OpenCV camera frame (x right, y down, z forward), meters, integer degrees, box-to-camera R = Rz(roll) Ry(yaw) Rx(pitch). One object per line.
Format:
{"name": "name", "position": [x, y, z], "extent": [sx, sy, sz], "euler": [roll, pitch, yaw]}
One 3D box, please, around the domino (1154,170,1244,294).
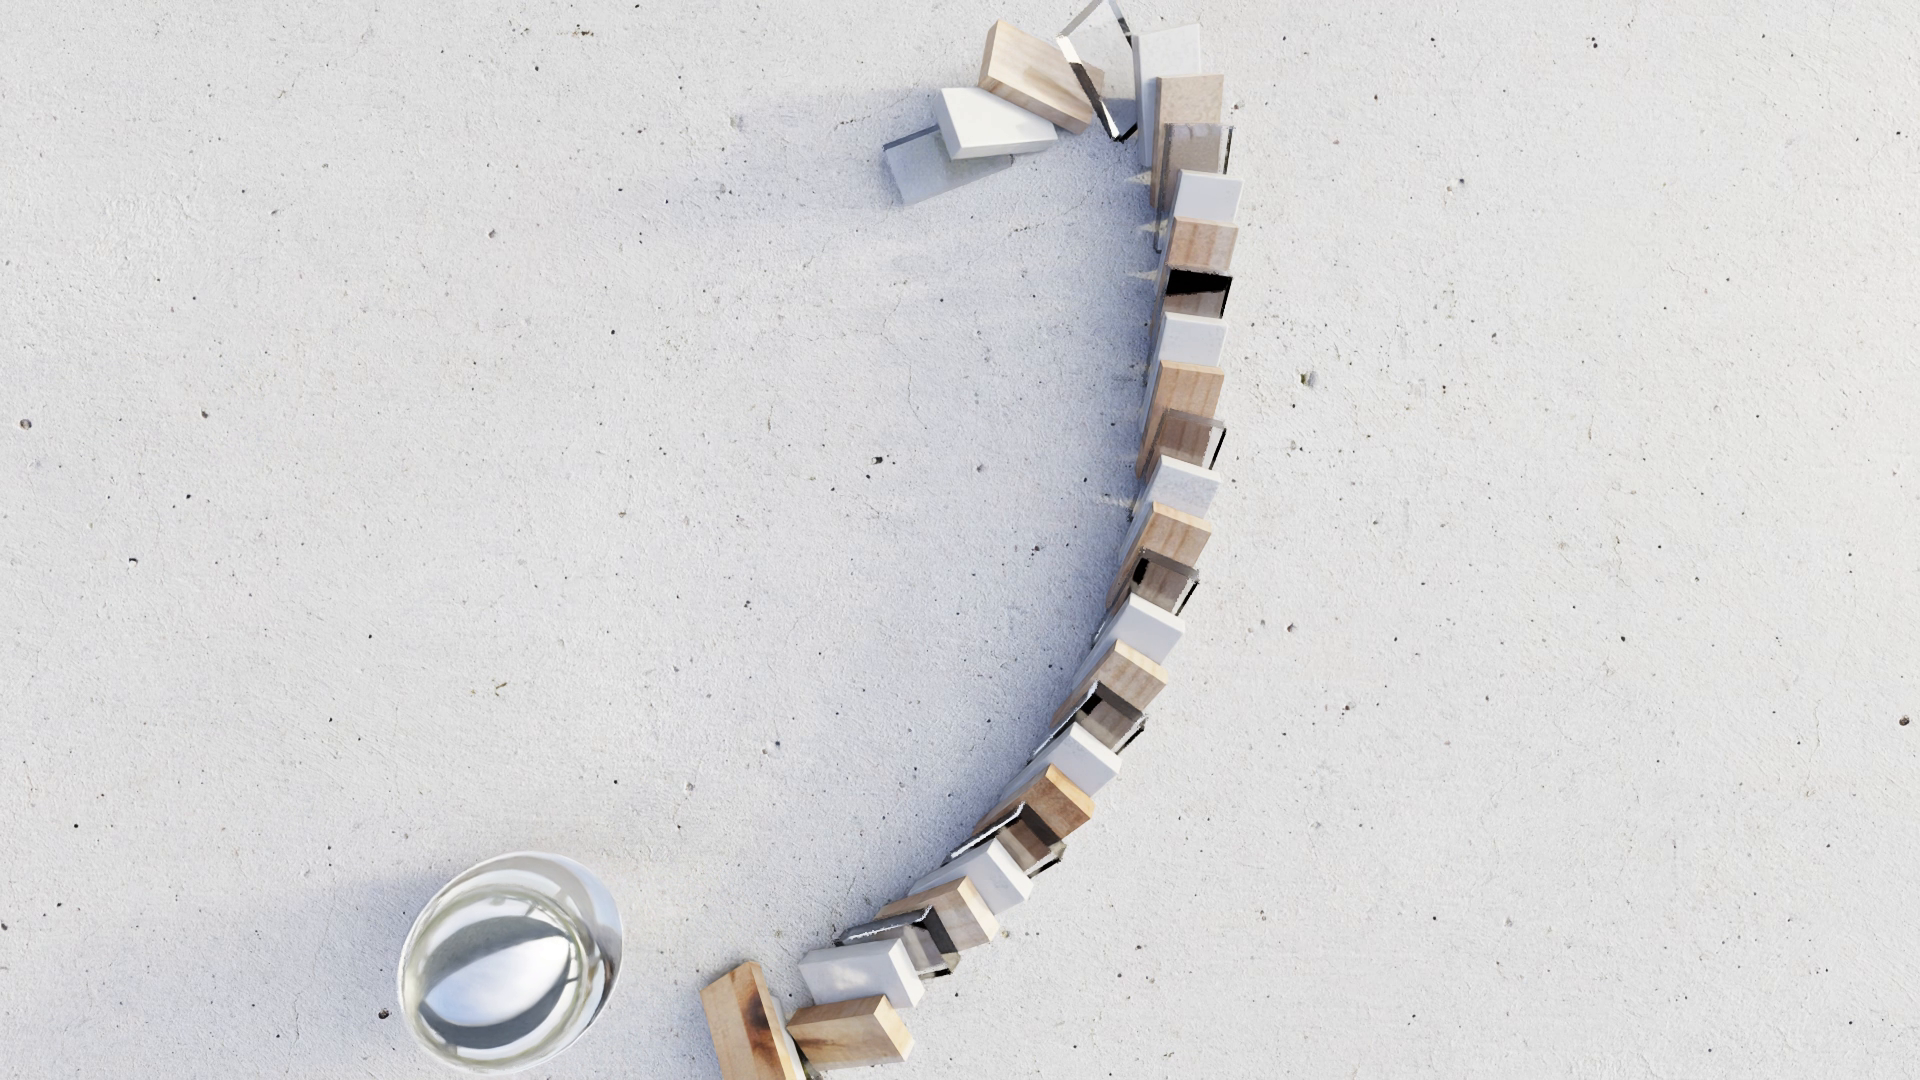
{"name": "domino", "position": [0.099, -0.126, 0.383], "extent": [0.025, 0.009, 0.050], "euler": [7, 121, 0]}

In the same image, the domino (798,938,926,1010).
{"name": "domino", "position": [-0.042, 0.183, 0.383], "extent": [0.050, 0.010, 0.025], "euler": [-22, 95, 29]}

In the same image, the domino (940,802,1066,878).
{"name": "domino", "position": [0.018, 0.132, 0.383], "extent": [0.025, 0.010, 0.050], "euler": [47, 120, 0]}

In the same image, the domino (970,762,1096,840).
{"name": "domino", "position": [0.030, 0.117, 0.383], "extent": [0.025, 0.009, 0.050], "euler": [43, 120, 0]}

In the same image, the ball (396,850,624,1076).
{"name": "ball", "position": [-0.174, 0.164, 0.360], "extent": [0.080, 0.080, 0.080], "euler": [0, 90, 0]}

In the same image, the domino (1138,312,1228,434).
{"name": "domino", "position": [0.093, -0.068, 0.384], "extent": [0.025, 0.010, 0.050], "euler": [8, 119, 0]}

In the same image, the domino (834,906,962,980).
{"name": "domino", "position": [-0.027, 0.172, 0.383], "extent": [0.050, 0.009, 0.025], "euler": [-27, 93, 29]}

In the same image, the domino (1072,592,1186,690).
{"name": "domino", "position": [0.070, 0.048, 0.383], "extent": [0.025, 0.010, 0.050], "euler": [28, 120, 0]}

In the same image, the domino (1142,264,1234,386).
{"name": "domino", "position": [0.094, -0.088, 0.383], "extent": [0.025, 0.009, 0.050], "euler": [7, 120, 0]}

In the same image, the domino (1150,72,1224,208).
{"name": "domino", "position": [0.094, -0.166, 0.383], "extent": [0.025, 0.009, 0.050], "euler": [-4, 121, -1]}

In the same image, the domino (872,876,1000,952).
{"name": "domino", "position": [-0.011, 0.160, 0.383], "extent": [0.050, 0.010, 0.025], "euler": [-32, 91, 30]}

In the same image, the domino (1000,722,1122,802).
{"name": "domino", "position": [0.042, 0.101, 0.383], "extent": [0.025, 0.010, 0.050], "euler": [39, 120, 0]}

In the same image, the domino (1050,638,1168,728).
{"name": "domino", "position": [0.062, 0.067, 0.383], "extent": [0.025, 0.010, 0.050], "euler": [33, 120, 0]}

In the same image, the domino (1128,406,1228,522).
{"name": "domino", "position": [0.090, -0.028, 0.383], "extent": [0.025, 0.009, 0.050], "euler": [14, 120, 0]}

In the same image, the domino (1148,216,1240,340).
{"name": "domino", "position": [0.097, -0.107, 0.383], "extent": [0.025, 0.009, 0.050], "euler": [7, 121, 0]}

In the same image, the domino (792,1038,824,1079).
{"name": "domino", "position": [-0.071, 0.240, 0.395], "extent": [0.025, 0.010, 0.050], "euler": [-31, 90, 0]}

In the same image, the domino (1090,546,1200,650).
{"name": "domino", "position": [0.077, 0.030, 0.383], "extent": [0.025, 0.009, 0.050], "euler": [24, 120, 0]}

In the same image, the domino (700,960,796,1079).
{"name": "domino", "position": [-0.089, 0.207, 0.382], "extent": [0.025, 0.009, 0.050], "euler": [-31, 56, 0]}

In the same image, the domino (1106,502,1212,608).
{"name": "domino", "position": [0.082, 0.011, 0.383], "extent": [0.025, 0.010, 0.050], "euler": [21, 120, 0]}

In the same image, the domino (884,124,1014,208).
{"name": "domino", "position": [-0.005, -0.166, 0.395], "extent": [0.050, 0.009, 0.025], "euler": [-21, 90, 0]}

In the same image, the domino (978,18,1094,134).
{"name": "domino", "position": [0.033, -0.193, 0.384], "extent": [0.050, 0.010, 0.025], "euler": [14, 82, -25]}

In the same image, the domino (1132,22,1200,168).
{"name": "domino", "position": [0.087, -0.185, 0.383], "extent": [0.025, 0.009, 0.050], "euler": [-13, 122, -1]}

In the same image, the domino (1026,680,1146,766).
{"name": "domino", "position": [0.052, 0.084, 0.383], "extent": [0.025, 0.009, 0.050], "euler": [36, 120, 0]}

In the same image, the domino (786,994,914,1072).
{"name": "domino", "position": [-0.046, 0.206, 0.382], "extent": [0.050, 0.010, 0.025], "euler": [-25, 101, 29]}

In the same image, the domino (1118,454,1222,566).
{"name": "domino", "position": [0.087, -0.008, 0.383], "extent": [0.025, 0.010, 0.050], "euler": [18, 120, 0]}

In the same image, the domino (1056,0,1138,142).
{"name": "domino", "position": [0.063, -0.195, 0.381], "extent": [0.025, 0.009, 0.050], "euler": [-45, 127, -1]}

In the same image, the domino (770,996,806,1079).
{"name": "domino", "position": [-0.080, 0.221, 0.382], "extent": [0.025, 0.010, 0.050], "euler": [-32, 56, 0]}

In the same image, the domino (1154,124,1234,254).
{"name": "domino", "position": [0.097, -0.146, 0.383], "extent": [0.025, 0.010, 0.050], "euler": [0, 121, 0]}

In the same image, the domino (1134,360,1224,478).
{"name": "domino", "position": [0.091, -0.048, 0.384], "extent": [0.025, 0.010, 0.050], "euler": [8, 119, 0]}

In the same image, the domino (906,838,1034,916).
{"name": "domino", "position": [0.004, 0.147, 0.383], "extent": [0.050, 0.010, 0.025], "euler": [-39, 90, 30]}

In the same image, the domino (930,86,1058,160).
{"name": "domino", "position": [0.015, -0.175, 0.383], "extent": [0.050, 0.010, 0.025], "euler": [-19, 89, -29]}
